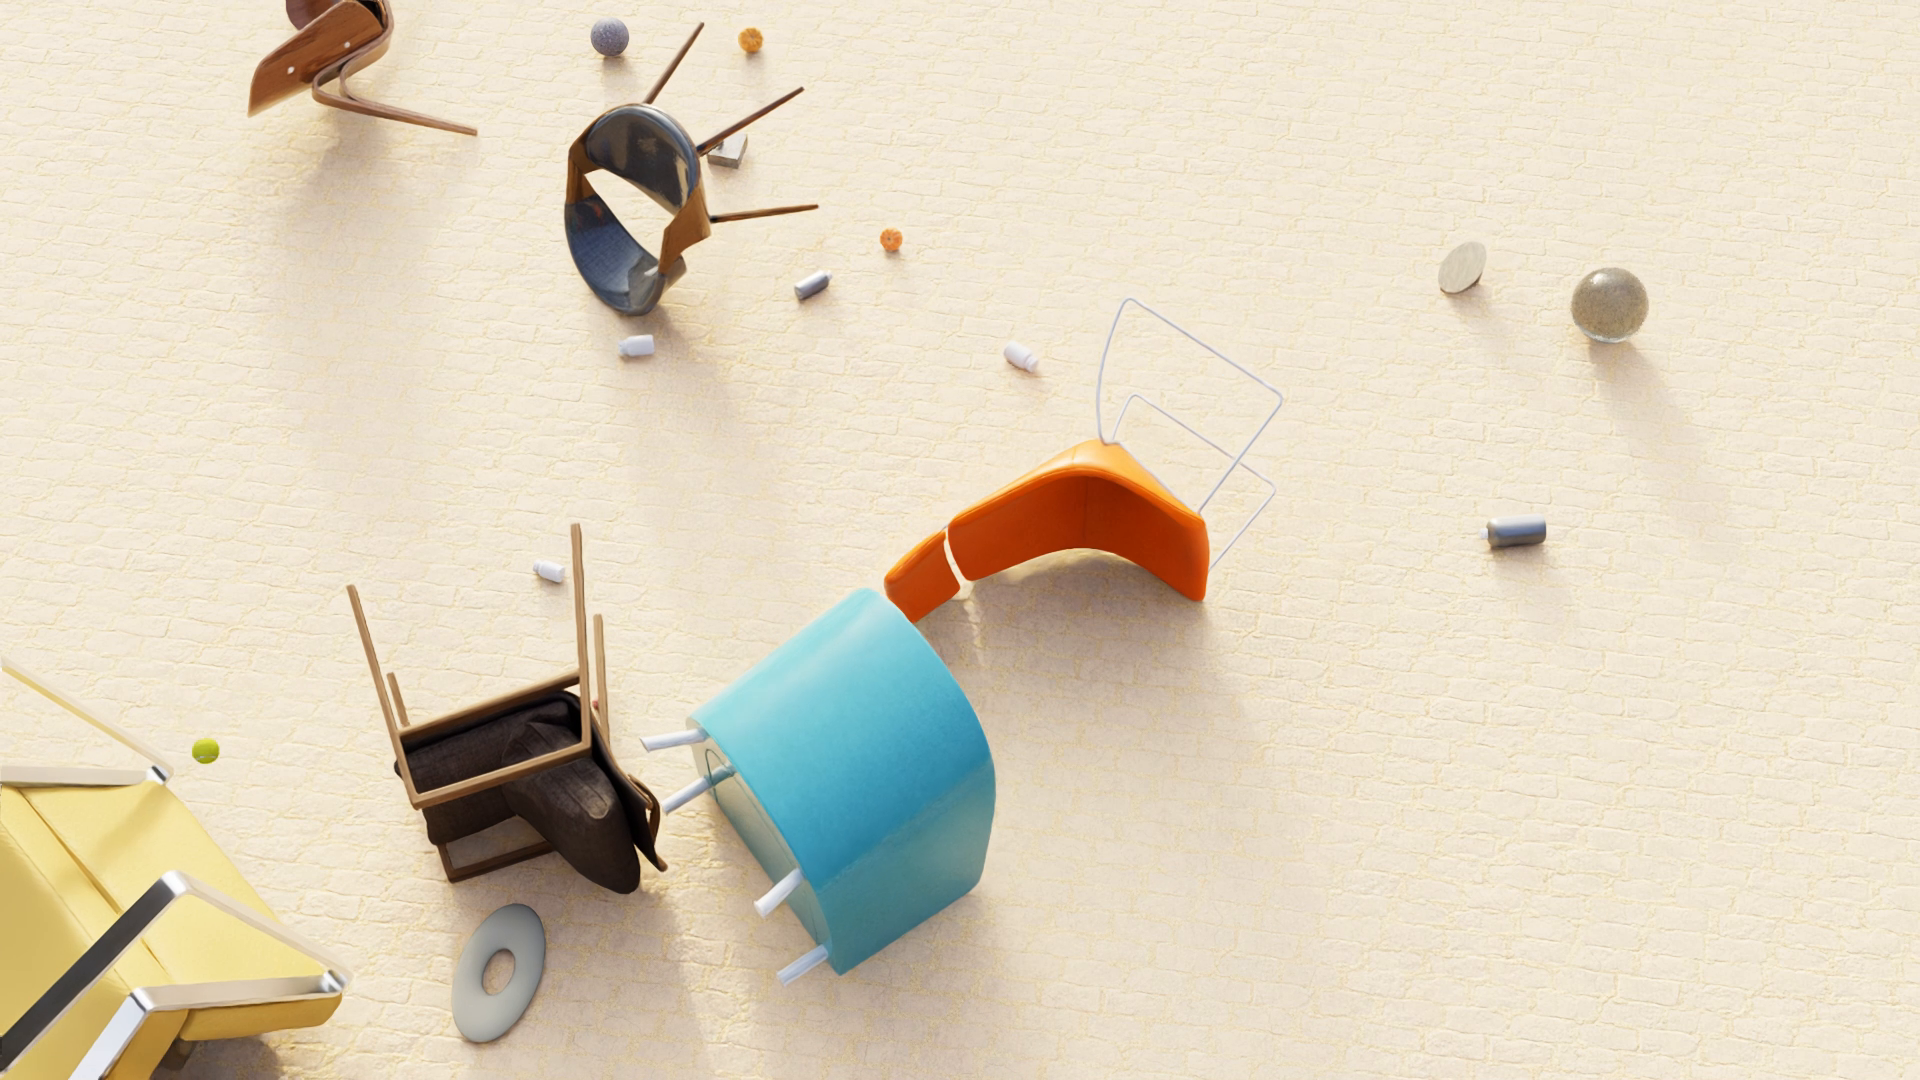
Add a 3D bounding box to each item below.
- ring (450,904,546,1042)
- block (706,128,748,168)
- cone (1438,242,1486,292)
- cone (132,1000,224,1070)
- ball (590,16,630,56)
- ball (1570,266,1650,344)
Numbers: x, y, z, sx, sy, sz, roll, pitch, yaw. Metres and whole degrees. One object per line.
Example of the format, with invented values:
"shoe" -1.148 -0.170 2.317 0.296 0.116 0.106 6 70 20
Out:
"ring" -1.213 1.135 5.783 0.225 0.050 0.393 10 57 6
"block" -0.786 -1.322 7.432 0.109 0.049 0.119 11 57 7
"cone" 1.651 -0.862 7.112 0.188 0.094 0.181 -49 37 16
"cone" -1.988 1.249 5.692 0.204 0.140 0.215 8 30 35
"ball" -1.222 -1.756 7.670 0.136 0.136 0.136 0 56 0
"ball" 2.046 -0.739 6.926 0.240 0.240 0.240 0 56 0
